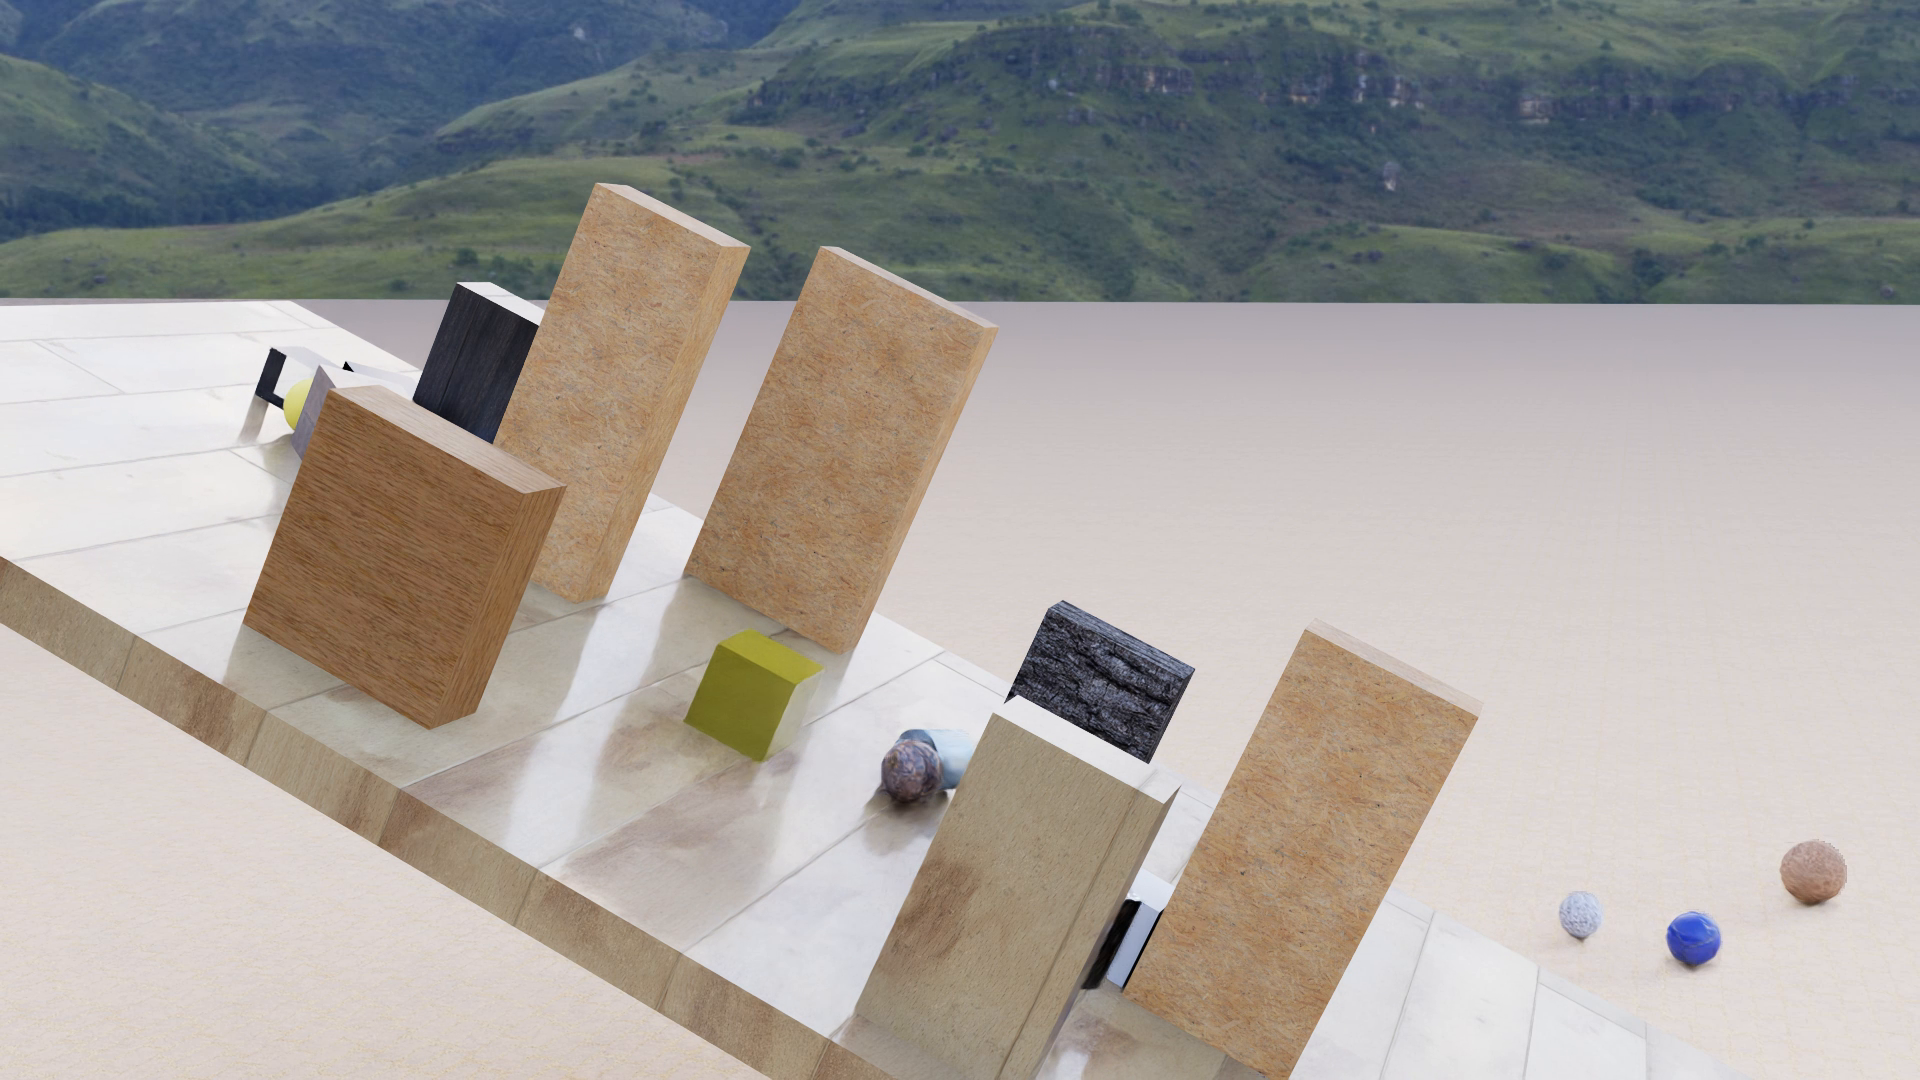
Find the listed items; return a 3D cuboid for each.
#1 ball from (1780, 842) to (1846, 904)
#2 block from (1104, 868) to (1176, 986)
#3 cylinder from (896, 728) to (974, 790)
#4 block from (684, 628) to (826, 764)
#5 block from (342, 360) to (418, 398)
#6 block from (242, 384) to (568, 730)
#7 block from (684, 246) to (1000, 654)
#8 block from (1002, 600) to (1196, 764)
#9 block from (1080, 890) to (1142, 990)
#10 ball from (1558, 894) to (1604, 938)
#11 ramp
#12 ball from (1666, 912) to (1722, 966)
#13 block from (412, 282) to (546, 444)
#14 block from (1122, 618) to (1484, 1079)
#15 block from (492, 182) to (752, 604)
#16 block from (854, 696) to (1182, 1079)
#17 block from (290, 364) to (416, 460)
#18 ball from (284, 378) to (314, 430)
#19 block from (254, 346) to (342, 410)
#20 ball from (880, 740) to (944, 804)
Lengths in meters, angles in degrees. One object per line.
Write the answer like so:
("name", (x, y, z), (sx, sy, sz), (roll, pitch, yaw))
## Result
("ball", (2.515, 0.981, 6.487), (0.180, 0.180, 0.180), (0, 7, 0))
("block", (0.269, 0.652, 3.807), (0.151, 0.151, 0.151), (29, 14, 17))
("cylinder", (-0.050, 0.421, 4.219), (0.114, 0.114, 0.114), (6, -2, 40))
("block", (-0.377, 0.285, 4.058), (0.165, 0.165, 0.165), (27, 14, 10))
("block", (-1.243, -0.267, 4.693), (0.154, 0.154, 0.154), (14, 17, -37))
("block", (-0.905, 0.023, 3.580), (0.375, 0.425, 0.149), (27, 14, 12))
("block", (-0.262, -0.193, 4.764), (0.403, 0.780, 0.109), (27, 14, 12))
("block", (0.192, 0.389, 3.968), (0.271, 0.482, 0.106), (27, 14, 12))
("block", (0.154, 0.625, 3.658), (0.176, 0.176, 0.176), (10, 19, -45))
("ball", (1.736, 1.050, 6.151), (0.122, 0.122, 0.122), (0, 7, 0))
("ramp", (-0.267, 0.456, 4.172), (4.000, 0.100, 2.000), (27, 14, 12))
("ball", (1.970, 1.070, 5.905), (0.141, 0.141, 0.141), (0, 7, 0))
("block", (-0.932, -0.255, 4.578), (0.384, 0.437, 0.138), (27, 14, 12))
("block", (0.564, 0.516, 3.644), (0.305, 0.704, 0.123), (27, 14, 12))
("block", (-0.711, -0.289, 4.362), (0.290, 0.773, 0.142), (27, 14, 12))
("block", (0.083, 0.522, 3.211), (0.274, 0.507, 0.133), (27, 14, 12))
("block", (-1.232, -0.226, 4.498), (0.180, 0.180, 0.180), (14, 17, -37))
("ball", (-1.348, -0.275, 4.597), (0.128, 0.128, 0.128), (0, 7, 0))
("block", (-1.429, -0.343, 4.753), (0.112, 0.112, 0.112), (28, 14, 15))
("ball", (-0.089, 0.432, 4.098), (0.119, 0.119, 0.119), (0, 7, 0))
